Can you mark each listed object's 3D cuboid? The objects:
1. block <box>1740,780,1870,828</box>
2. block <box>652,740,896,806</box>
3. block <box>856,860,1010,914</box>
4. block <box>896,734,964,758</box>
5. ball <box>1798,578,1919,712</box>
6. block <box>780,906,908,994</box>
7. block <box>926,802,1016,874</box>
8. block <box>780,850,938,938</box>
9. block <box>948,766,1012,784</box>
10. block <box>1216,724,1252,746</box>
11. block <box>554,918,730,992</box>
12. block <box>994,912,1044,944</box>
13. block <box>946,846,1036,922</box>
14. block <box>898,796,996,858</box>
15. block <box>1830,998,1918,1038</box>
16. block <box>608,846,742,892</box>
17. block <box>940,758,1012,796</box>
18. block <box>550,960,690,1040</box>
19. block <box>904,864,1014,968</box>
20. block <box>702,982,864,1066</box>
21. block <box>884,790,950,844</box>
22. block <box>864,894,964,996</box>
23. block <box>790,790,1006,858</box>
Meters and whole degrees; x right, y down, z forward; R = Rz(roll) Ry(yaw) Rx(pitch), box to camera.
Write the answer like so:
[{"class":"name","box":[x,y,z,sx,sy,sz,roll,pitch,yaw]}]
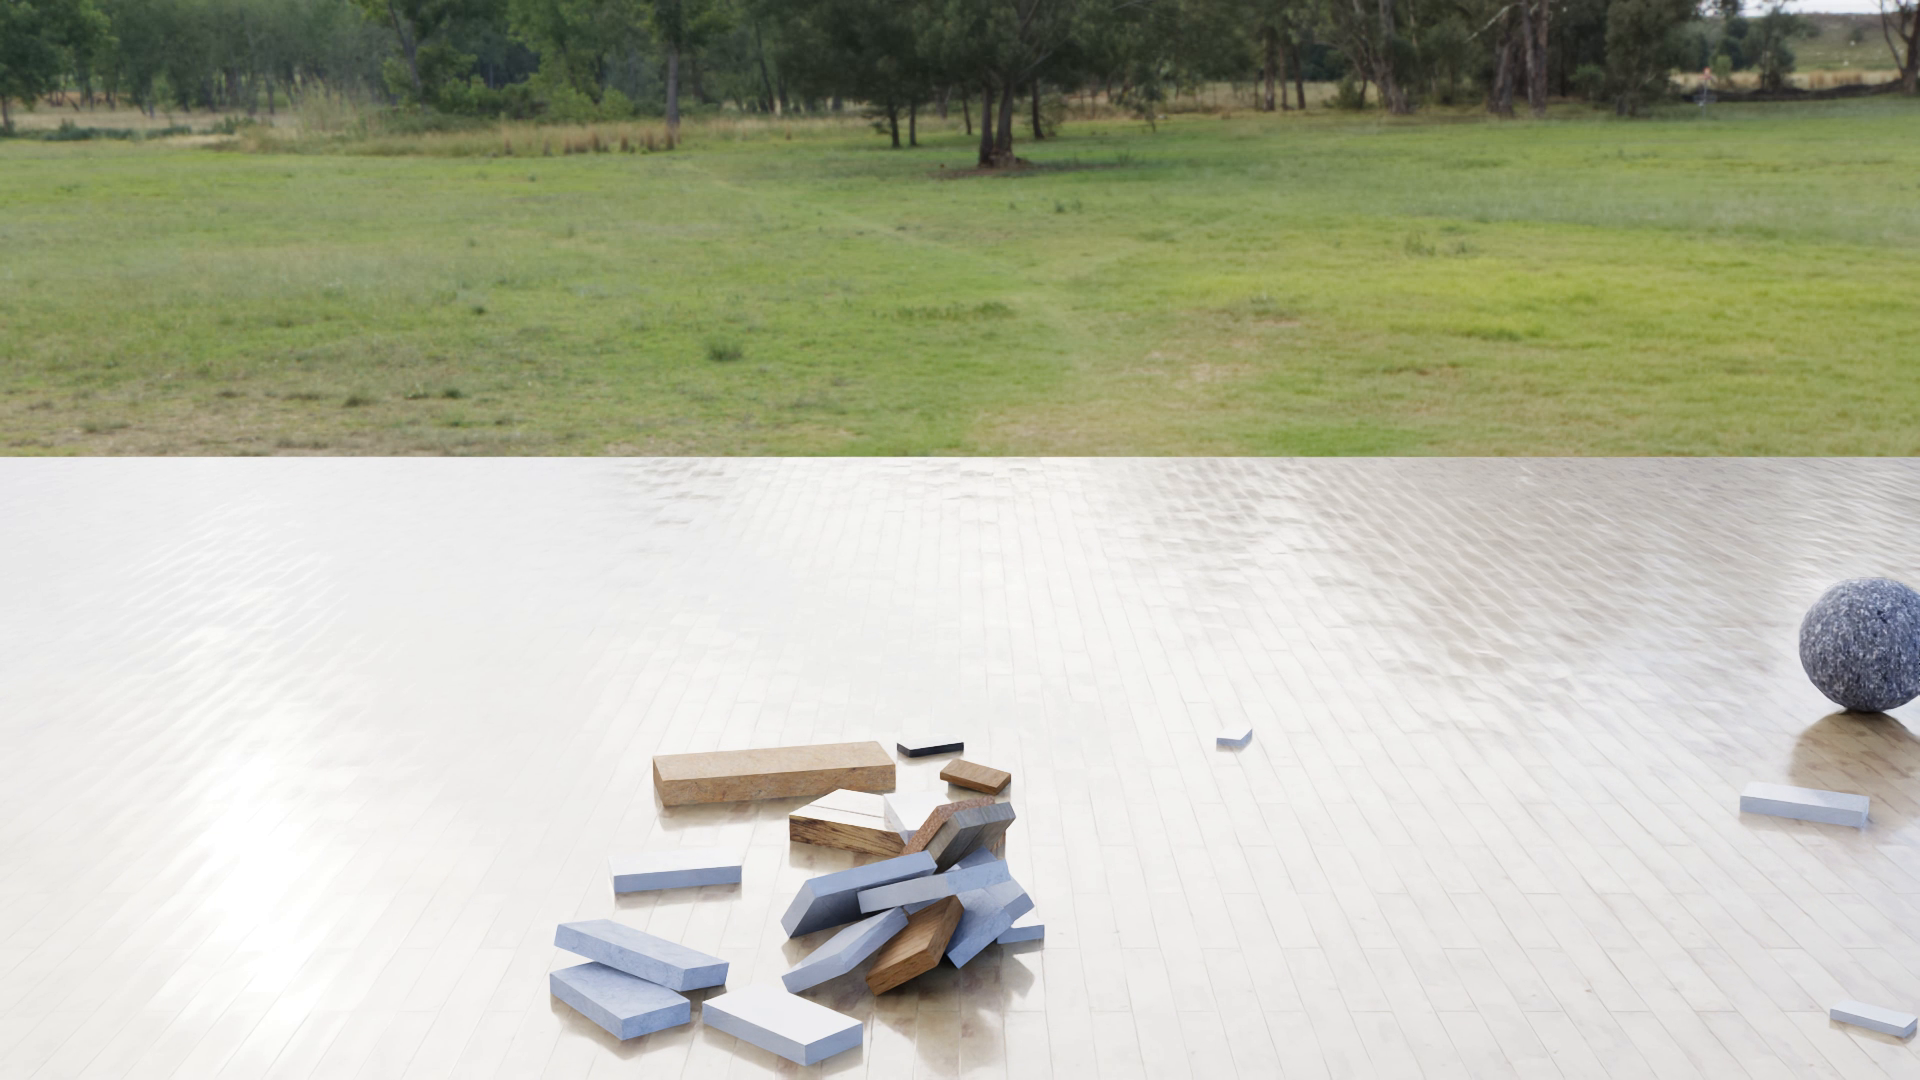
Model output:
[{"class":"block","box":[1.578,0.493,4.109,0.213,0.030,0.107,6,12,28]},{"class":"block","box":[-0.363,0.452,4.279,0.449,0.049,0.174,-3,11,-14]},{"class":"block","box":[-0.042,0.535,3.392,0.118,0.033,0.240,-7,-10,-38]},{"class":"block","box":[-0.061,0.423,4.518,0.124,0.018,0.062,-5,12,-27]},{"class":"ball","box":[1.989,0.230,4.808,0.293,0.293,0.293,0,11,0]},{"class":"block","box":[-0.171,0.617,3.312,0.108,0.031,0.217,-26,-1,25]},{"class":"block","box":[0.001,0.507,3.643,0.108,0.030,0.215,-7,-32,-31]},{"class":"block","box":[-0.160,0.564,3.505,0.236,0.118,0.033,-8,54,-37]},{"class":"block","box":[0.037,0.462,4.311,0.124,0.018,0.062,0,11,-1]},{"class":"block","box":[0.575,0.409,4.602,0.052,0.015,0.104,4,11,21]},{"class":"block","box":[-0.475,0.618,3.282,0.236,0.033,0.118,13,1,28]},{"class":"block","box":[0.069,0.605,3.526,0.080,0.023,0.160,-4,11,-19]},{"class":"block","box":[0.033,0.569,3.529,0.110,0.031,0.220,-34,19,-8]},{"class":"block","box":[-0.028,0.501,3.677,0.108,0.030,0.215,-7,-32,-32]},{"class":"block","box":[1.303,0.681,3.137,0.104,0.015,0.052,9,14,42]},{"class":"block","box":[-0.487,0.560,3.747,0.215,0.030,0.108,-3,11,-14]},{"class":"block","box":[0.030,0.458,4.259,0.124,0.018,0.062,13,27,26]},{"class":"block","box":[-0.495,0.663,3.192,0.110,0.031,0.221,-8,13,-36]},{"class":"block","box":[-0.004,0.587,3.444,0.110,0.031,0.220,-38,20,-9]},{"class":"block","box":[-0.251,0.680,3.100,0.217,0.031,0.108,10,14,43]},{"class":"block","box":[-0.062,0.488,3.864,0.107,0.030,0.213,-2,11,-13]},{"class":"block","box":[-0.066,0.609,3.320,0.108,0.031,0.217,-29,6,16]},{"class":"block","box":[-0.112,0.516,3.934,0.347,0.049,0.174,6,12,28]}]
